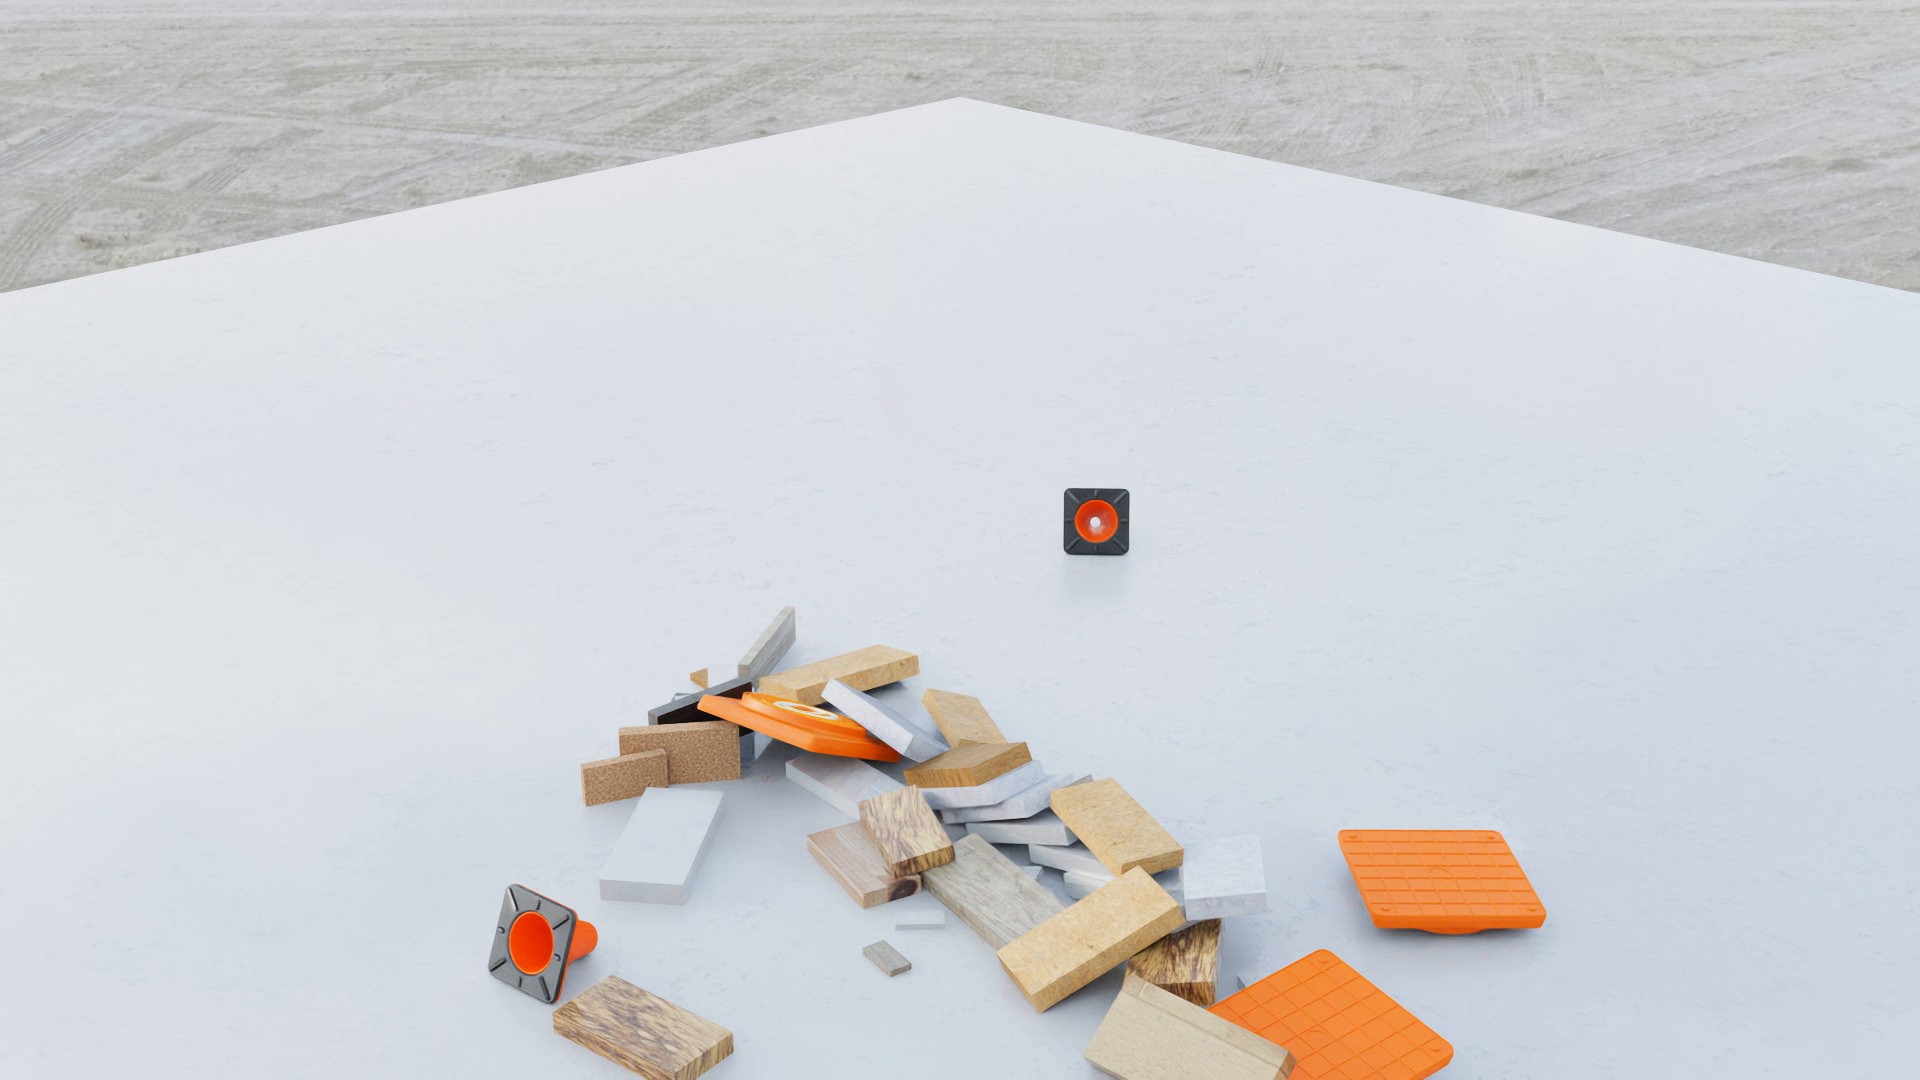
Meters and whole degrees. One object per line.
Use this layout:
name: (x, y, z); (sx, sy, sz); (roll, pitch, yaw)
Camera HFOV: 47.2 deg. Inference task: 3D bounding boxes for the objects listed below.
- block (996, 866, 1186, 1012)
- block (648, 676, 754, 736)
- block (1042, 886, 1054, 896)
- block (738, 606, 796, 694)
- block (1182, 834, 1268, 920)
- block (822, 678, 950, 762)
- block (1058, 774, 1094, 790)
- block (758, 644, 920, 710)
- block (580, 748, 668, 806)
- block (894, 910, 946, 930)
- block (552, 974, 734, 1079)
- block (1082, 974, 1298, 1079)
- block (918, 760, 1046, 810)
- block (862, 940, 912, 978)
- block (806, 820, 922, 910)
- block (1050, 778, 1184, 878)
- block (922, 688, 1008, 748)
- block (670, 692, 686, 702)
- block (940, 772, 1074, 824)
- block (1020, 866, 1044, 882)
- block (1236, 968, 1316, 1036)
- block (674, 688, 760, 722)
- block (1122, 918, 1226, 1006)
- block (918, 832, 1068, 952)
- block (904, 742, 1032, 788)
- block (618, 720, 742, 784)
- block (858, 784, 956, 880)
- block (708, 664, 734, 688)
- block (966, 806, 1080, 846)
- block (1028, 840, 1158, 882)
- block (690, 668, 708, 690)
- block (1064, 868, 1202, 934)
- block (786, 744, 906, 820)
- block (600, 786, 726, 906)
block: (0.231, 0.705, 3.900); (0.305, 0.043, 0.153); (-29, 29, -12)
block: (-0.551, 0.387, 4.691); (0.246, 0.123, 0.035); (-19, 30, -38)
block: (0.154, 0.681, 4.138); (0.046, 0.013, 0.092); (1, 23, 2)
block: (-0.441, 0.256, 5.045); (0.025, 0.087, 0.322); (6, 24, 14)
block: (0.479, 0.610, 3.992); (0.143, 0.040, 0.285); (-6, 12, 7)
block: (-0.144, 0.397, 4.656); (0.161, 0.046, 0.322); (30, 0, -41)
block: (0.227, 0.492, 4.264); (0.092, 0.046, 0.013); (-22, -3, -37)
block: (-0.269, 0.305, 4.931); (0.322, 0.046, 0.161); (-14, 14, -33)
block: (-0.687, 0.486, 4.504); (0.174, 0.087, 0.025); (-9, 25, -21)
block: (-0.074, 0.705, 4.081); (0.092, 0.013, 0.046); (-1, 23, -2)
block: (-0.540, 0.836, 3.738); (0.285, 0.040, 0.143); (16, 28, 33)
block: (0.373, 0.847, 3.594); (0.320, 0.045, 0.160); (19, 67, 38)
block: (0.032, 0.490, 4.378); (0.137, 0.039, 0.274); (-23, 5, -37)
block: (-0.132, 0.755, 3.966); (0.046, 0.013, 0.092); (-15, 27, -32)
block: (-0.187, 0.624, 4.245); (0.122, 0.035, 0.245); (-12, 26, -27)
block: (0.293, 0.540, 4.129); (0.133, 0.038, 0.266); (-10, 28, -25)
block: (0.013, 0.397, 4.731); (0.122, 0.035, 0.245); (13, 17, -23)
block: (-0.582, 0.363, 4.884); (0.116, 0.016, 0.058); (4, 23, 9)
block: (0.094, 0.511, 4.347); (0.137, 0.039, 0.274); (-23, 5, -37)
block: (0.122, 0.653, 4.174); (0.046, 0.013, 0.092); (-5, 28, 27)
block: (0.550, 0.805, 3.836); (0.079, 0.022, 0.157); (-6, 24, -15)
block: (-0.532, 0.371, 4.824); (0.174, 0.025, 0.087); (-6, 40, -13)
block: (0.381, 0.737, 3.875); (0.153, 0.043, 0.305); (-5, 12, 12)
block: (0.060, 0.664, 4.110); (0.143, 0.040, 0.329); (-24, 31, -24)
block: (0.013, 0.453, 4.409); (0.137, 0.039, 0.274); (-22, 5, -31)
block: (-0.580, 0.443, 4.559); (0.246, 0.123, 0.035); (-3, 23, -8)
block: (-0.106, 0.564, 4.272); (0.122, 0.035, 0.245); (-16, 26, -13)
block: (-0.539, 0.313, 4.960); (0.058, 0.016, 0.116); (-2, 23, -6)
block: (0.153, 0.550, 4.300); (0.266, 0.038, 0.133); (-6, 13, 46)
block: (0.271, 0.596, 4.188); (0.133, 0.038, 0.266); (-18, 15, -39)
block: (-0.556, 0.322, 4.982); (0.058, 0.016, 0.116); (-17, 28, -35)
block: (0.348, 0.650, 4.086); (0.153, 0.043, 0.305); (-16, 15, -33)
block: (-0.236, 0.499, 4.540); (0.123, 0.035, 0.246); (-19, 29, -37)
block: (-0.577, 0.595, 4.301); (0.161, 0.046, 0.354); (3, 23, 7)
